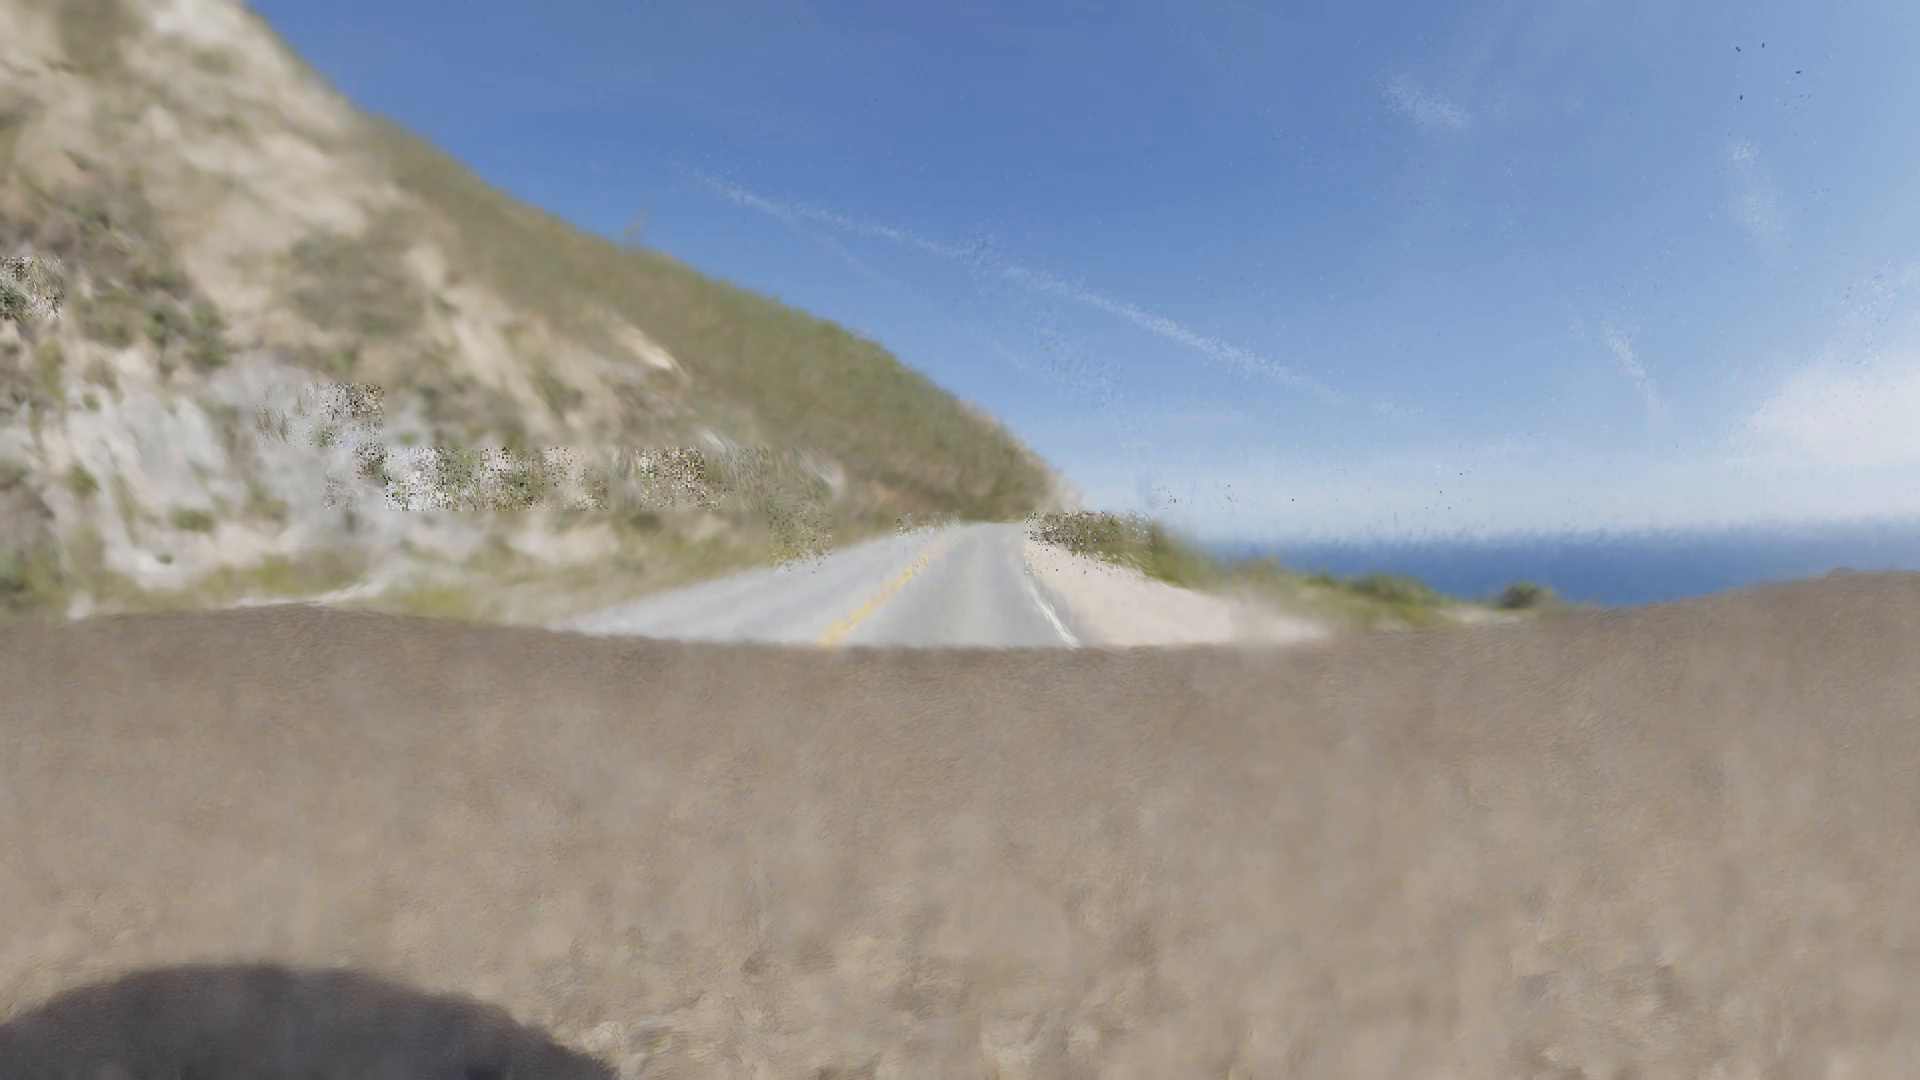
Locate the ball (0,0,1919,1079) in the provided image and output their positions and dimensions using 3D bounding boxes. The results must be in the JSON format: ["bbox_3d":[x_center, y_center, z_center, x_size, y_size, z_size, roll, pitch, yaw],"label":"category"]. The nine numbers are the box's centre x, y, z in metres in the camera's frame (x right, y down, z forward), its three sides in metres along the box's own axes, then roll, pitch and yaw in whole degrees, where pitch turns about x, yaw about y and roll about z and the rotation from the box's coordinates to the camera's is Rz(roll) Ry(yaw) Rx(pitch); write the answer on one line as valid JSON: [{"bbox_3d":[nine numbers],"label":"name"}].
[{"bbox_3d":[0.000,-0.002,0.056,0.080,0.080,0.080,0,4,0],"label":"ball"}]
